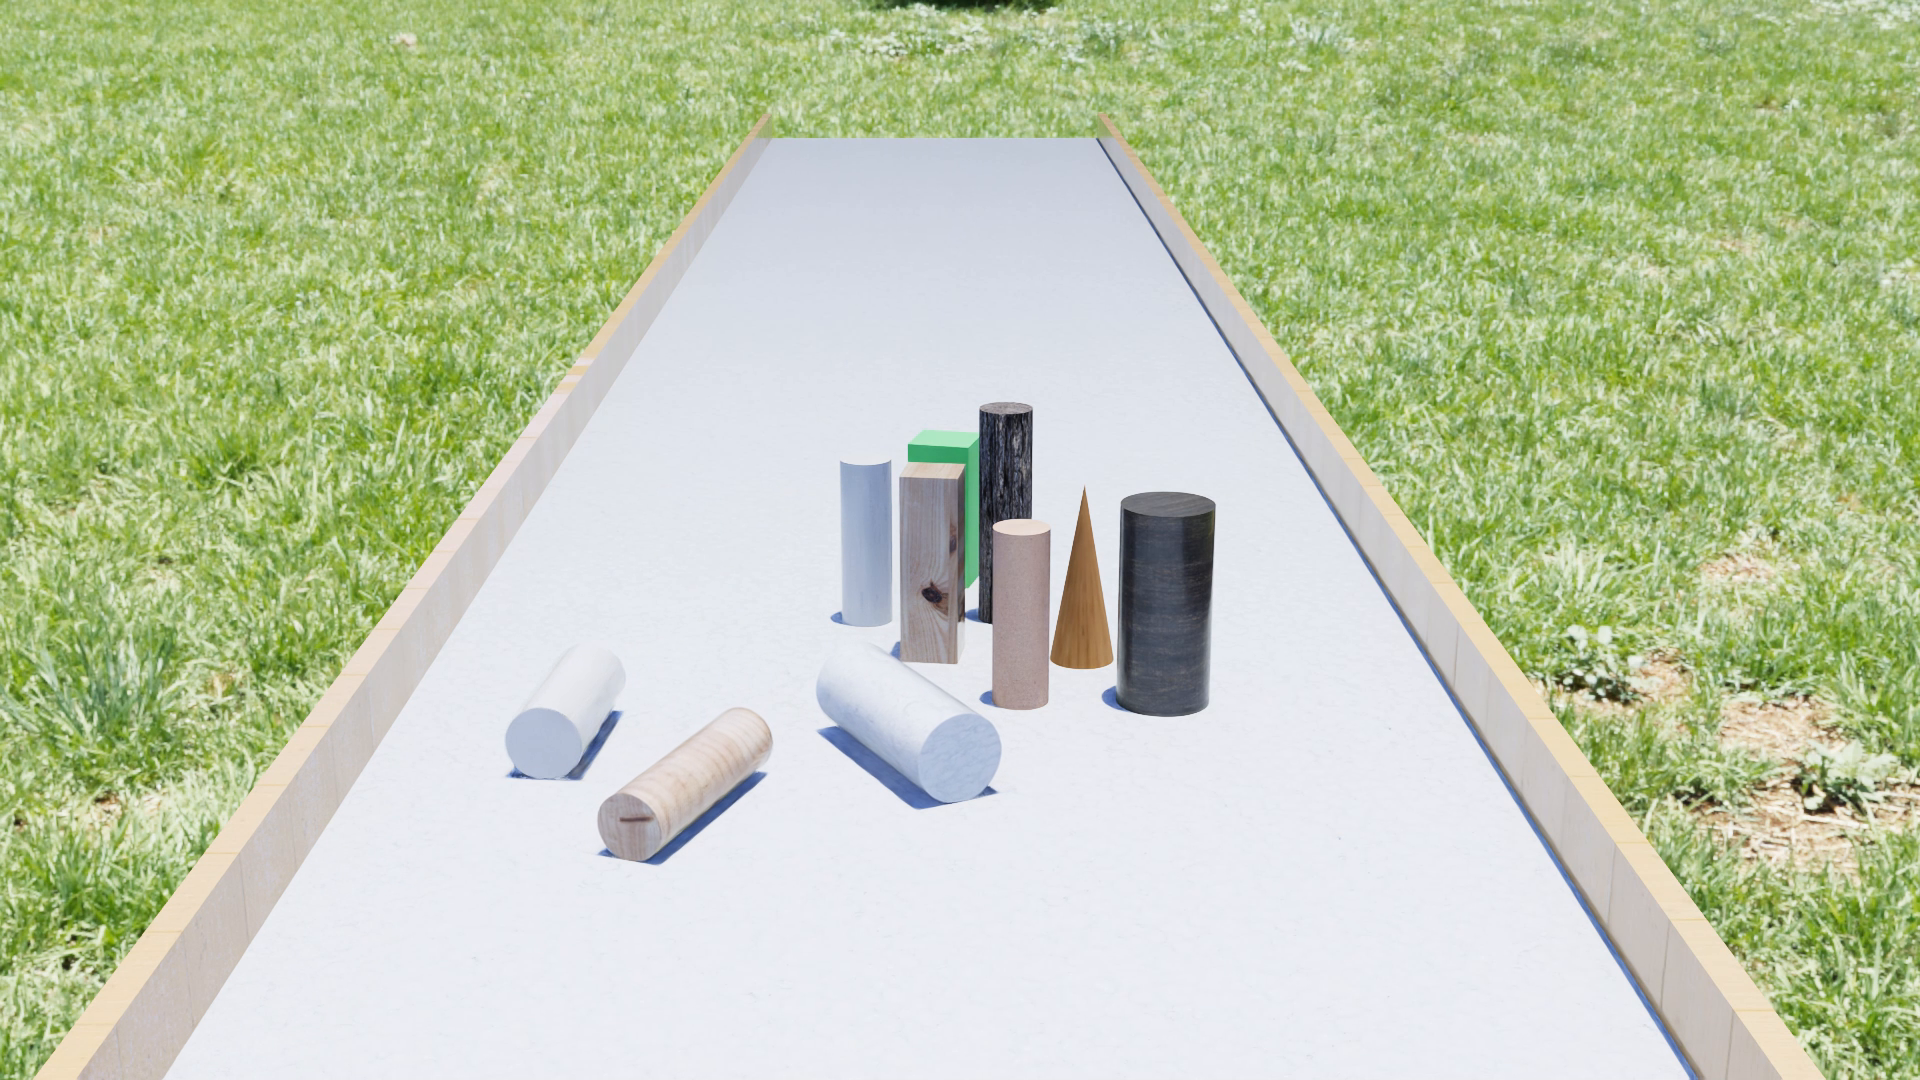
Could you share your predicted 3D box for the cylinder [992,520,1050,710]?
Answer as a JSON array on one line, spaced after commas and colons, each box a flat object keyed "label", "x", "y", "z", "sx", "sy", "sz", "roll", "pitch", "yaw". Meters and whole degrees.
[{"label": "cylinder", "x": 0.115, "y": 0.141, "z": 4.148, "sx": 0.108, "sy": 0.345, "sz": 0.108, "roll": 0, "pitch": 17, "yaw": 0}]

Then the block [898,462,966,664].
[{"label": "block", "x": -0.054, "y": 0.046, "z": 4.398, "sx": 0.115, "sy": 0.384, "sz": 0.115, "roll": 2, "pitch": 17, "yaw": 7}]

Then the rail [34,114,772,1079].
[{"label": "rail", "x": -1.118, "y": -0.838, "z": 7.780, "sx": 0.050, "sy": 0.150, "sz": 12.000, "roll": 0, "pitch": 17, "yaw": -1}]

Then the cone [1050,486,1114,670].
[{"label": "cone", "x": 0.245, "y": 0.064, "z": 4.372, "sx": 0.129, "sy": 0.365, "sz": 0.129, "roll": 0, "pitch": 17, "yaw": 0}]

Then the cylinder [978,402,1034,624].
[{"label": "cylinder", "x": 0.095, "y": -0.054, "z": 4.609, "sx": 0.112, "sy": 0.456, "sz": 0.112, "roll": 0, "pitch": 17, "yaw": 0}]

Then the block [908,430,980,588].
[{"label": "block", "x": -0.031, "y": -0.070, "z": 4.898, "sx": 0.138, "sy": 0.322, "sz": 0.138, "roll": 4, "pitch": 17, "yaw": 13}]

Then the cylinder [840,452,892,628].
[{"label": "cylinder", "x": -0.196, "y": -0.001, "z": 4.612, "sx": 0.108, "sy": 0.352, "sz": 0.108, "roll": 0, "pitch": 17, "yaw": 0}]

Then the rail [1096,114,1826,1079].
[{"label": "rail", "x": 0.932, "y": -0.844, "z": 7.801, "sx": 0.050, "sy": 0.150, "sz": 12.000, "roll": 0, "pitch": 17, "yaw": -1}]

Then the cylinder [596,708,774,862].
[{"label": "cylinder", "x": -0.453, "y": 0.402, "z": 3.672, "sx": 0.116, "sy": 0.116, "sz": 0.409, "roll": 6, "pitch": 18, "yaw": 20}]

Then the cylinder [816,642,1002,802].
[{"label": "cylinder", "x": -0.096, "y": 0.316, "z": 3.883, "sx": 0.160, "sy": 0.160, "sz": 0.413, "roll": -9, "pitch": 19, "yaw": -27}]

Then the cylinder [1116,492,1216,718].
[{"label": "cylinder", "x": 0.387, "y": 0.119, "z": 4.142, "sx": 0.178, "sy": 0.389, "sz": 0.178, "roll": 0, "pitch": 17, "yaw": 0}]

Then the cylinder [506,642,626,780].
[{"label": "cylinder", "x": -0.707, "y": 0.305, "z": 3.965, "sx": 0.135, "sy": 0.135, "sz": 0.338, "roll": 1, "pitch": 17, "yaw": 4}]
